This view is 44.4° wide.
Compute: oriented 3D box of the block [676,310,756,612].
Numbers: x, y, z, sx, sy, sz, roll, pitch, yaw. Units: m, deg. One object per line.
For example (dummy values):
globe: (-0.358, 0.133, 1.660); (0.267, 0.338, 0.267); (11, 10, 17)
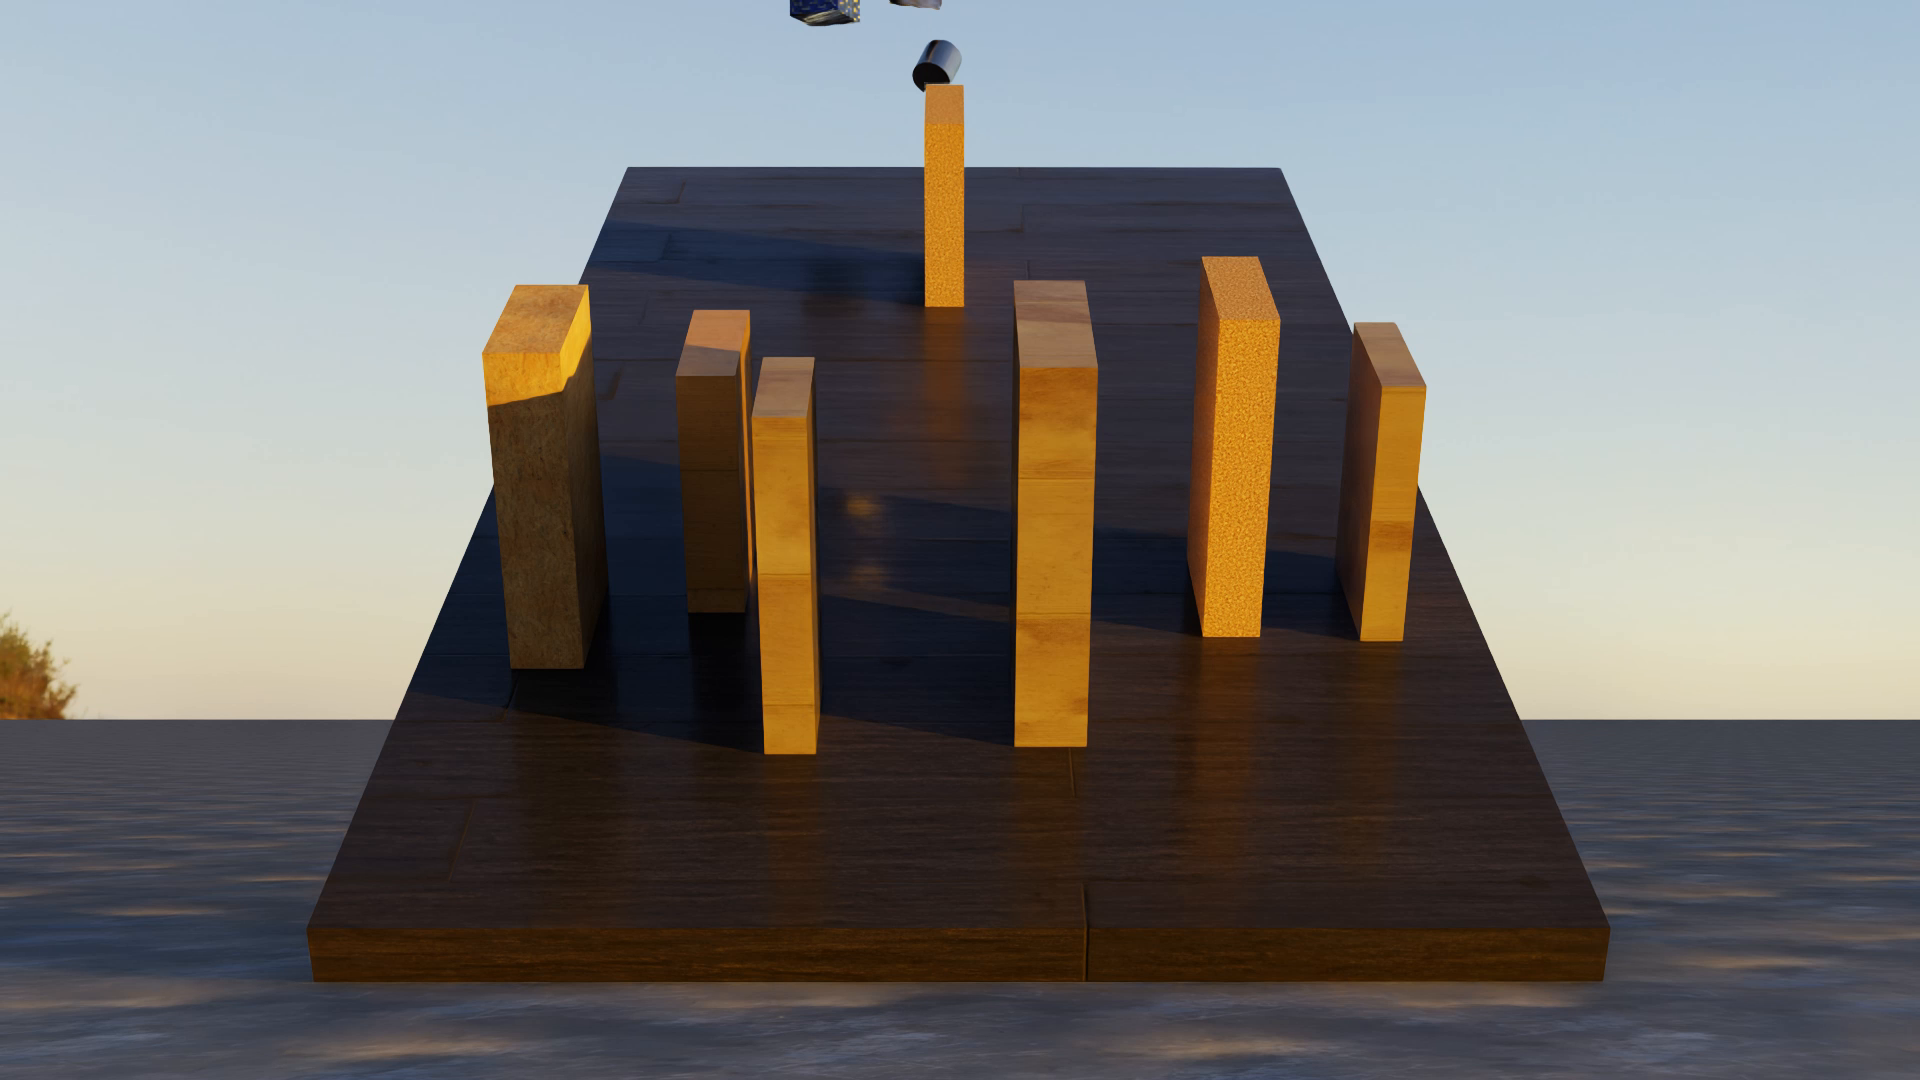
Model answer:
block: (-0.471, -0.157, 4.599); (0.110, 0.491, 0.351); (0, 26, 0)

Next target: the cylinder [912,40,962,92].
cylinder: (-0.068, -1.415, 7.042); (0.118, 0.118, 0.118); (13, -40, 11)

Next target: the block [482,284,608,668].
block: (-0.762, -0.120, 4.368); (0.134, 0.623, 0.353); (0, 26, 0)

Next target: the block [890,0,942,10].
block: (-0.125, -1.736, 7.174); (0.158, 0.158, 0.158); (5, -20, -6)

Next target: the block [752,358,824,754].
block: (-0.293, 0.029, 4.053); (0.089, 0.631, 0.266); (0, 26, 0)

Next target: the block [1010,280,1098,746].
block: (0.158, -0.050, 4.130); (0.125, 0.708, 0.418); (0, 26, 0)

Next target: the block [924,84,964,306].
block: (-0.040, -0.904, 6.158); (0.100, 0.483, 0.377); (0, 26, 0)

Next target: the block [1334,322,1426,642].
block: (0.797, -0.114, 4.484); (0.080, 0.518, 0.329); (0, 26, 0)

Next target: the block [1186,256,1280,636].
block: (0.515, -0.179, 4.478); (0.107, 0.639, 0.342); (0, 26, 0)

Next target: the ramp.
ramp: (-0.010, -0.229, 5.430); (2.000, 0.100, 4.000); (0, 26, 0)

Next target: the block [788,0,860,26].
block: (-0.413, -1.670, 7.176); (0.162, 0.162, 0.162); (0, -1, 22)
